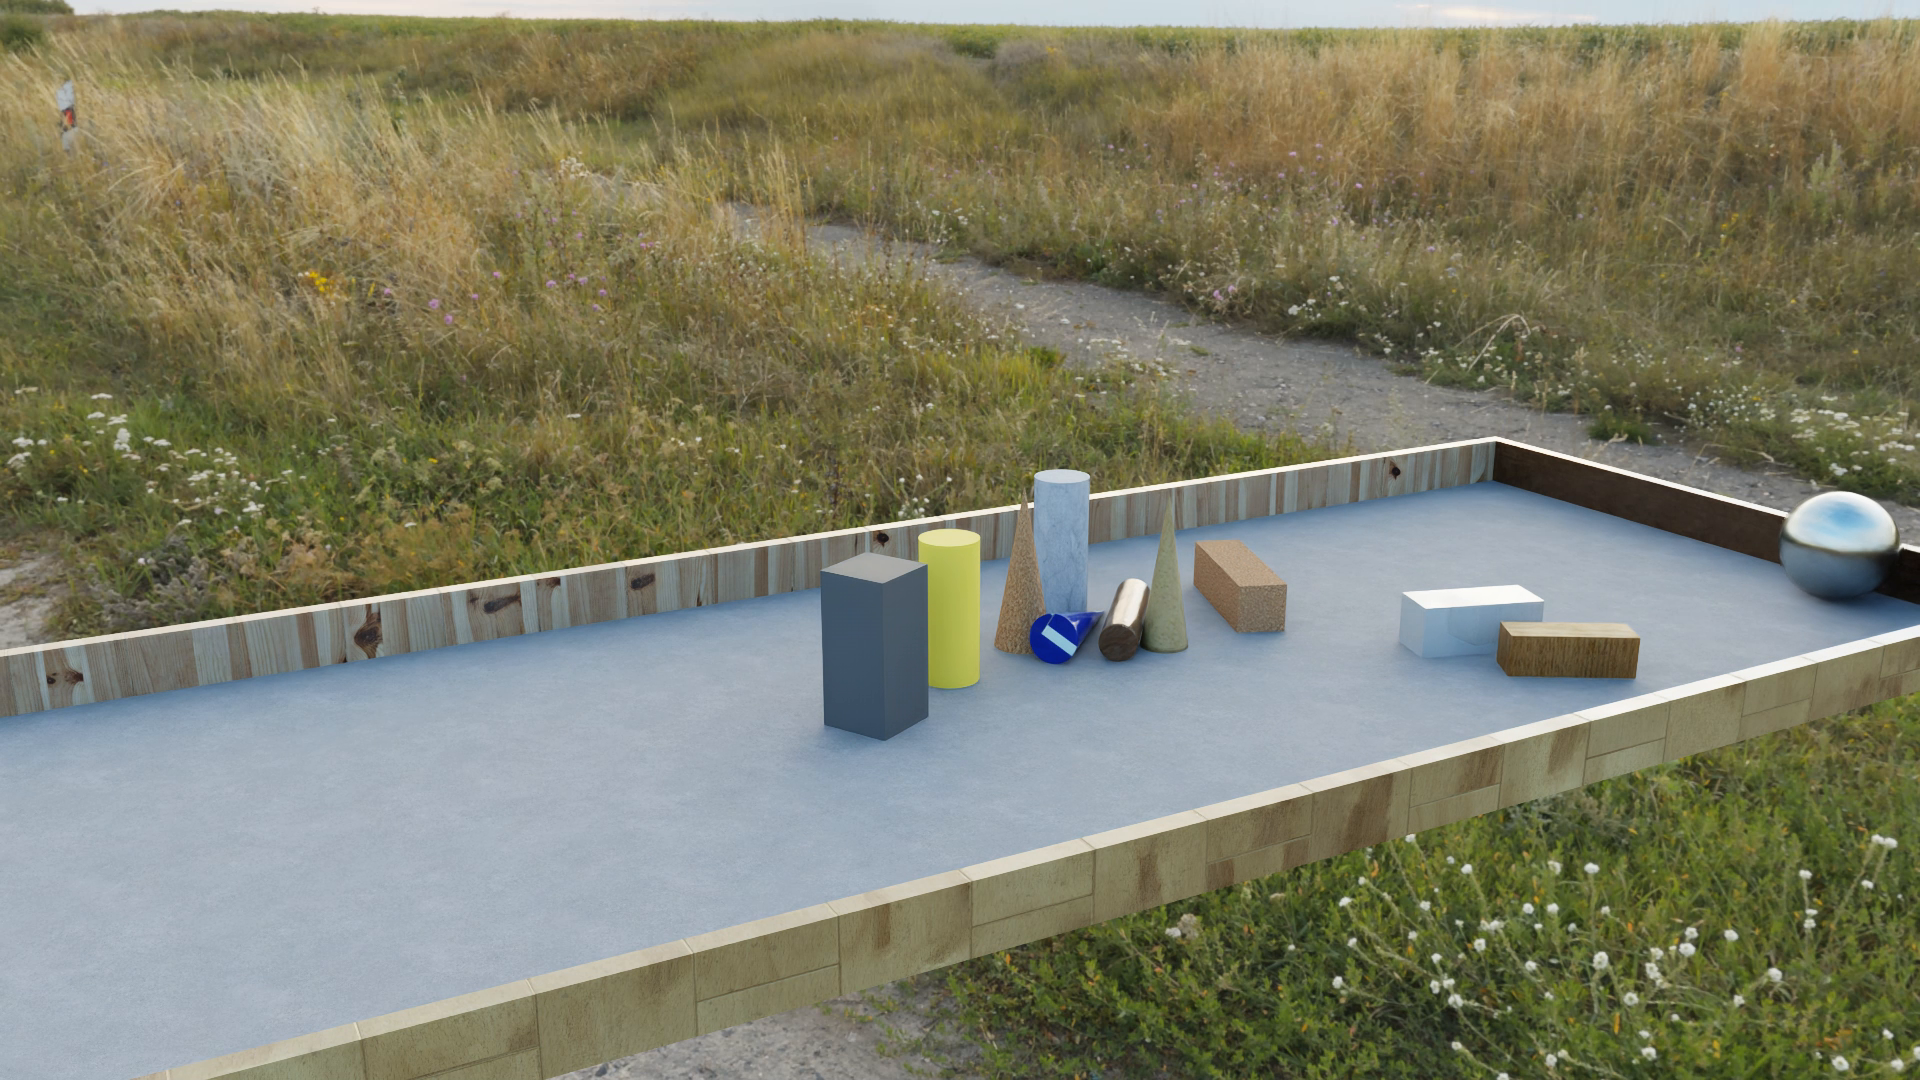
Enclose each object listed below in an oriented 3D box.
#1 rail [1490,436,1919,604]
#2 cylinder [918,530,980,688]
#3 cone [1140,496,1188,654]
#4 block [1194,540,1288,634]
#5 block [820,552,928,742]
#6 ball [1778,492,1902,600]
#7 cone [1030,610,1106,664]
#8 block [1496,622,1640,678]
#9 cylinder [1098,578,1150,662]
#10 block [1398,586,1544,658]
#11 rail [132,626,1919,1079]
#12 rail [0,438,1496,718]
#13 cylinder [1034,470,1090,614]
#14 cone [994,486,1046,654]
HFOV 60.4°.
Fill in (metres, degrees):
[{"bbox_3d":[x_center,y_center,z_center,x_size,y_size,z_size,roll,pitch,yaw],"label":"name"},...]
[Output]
[{"bbox_3d":[2.466,-0.048,5.253,0.050,0.150,2.100,-9,18,-27],"label":"rail"},{"bbox_3d":[-0.026,0.171,4.120,0.153,0.368,0.153,0,16,0],"label":"cylinder"},{"bbox_3d":[0.544,0.079,4.341,0.129,0.421,0.129,0,16,0],"label":"cone"},{"bbox_3d":[0.791,0.126,4.689,0.133,0.133,0.437,-2,17,-8],"label":"block"},{"bbox_3d":[-0.197,0.245,3.847,0.177,0.380,0.177,11,19,32],"label":"block"},{"bbox_3d":[2.531,0.016,4.749,0.312,0.312,0.312,0,16,0],"label":"ball"},{"bbox_3d":[0.326,0.228,4.463,0.132,0.132,0.455,7,9,21],"label":"cone"},{"bbox_3d":[1.550,0.280,4.209,0.318,0.109,0.109,1,16,3],"label":"block"},{"bbox_3d":[0.449,0.212,4.454,0.101,0.101,0.401,3,17,11],"label":"cylinder"},{"bbox_3d":[1.356,0.215,4.381,0.335,0.136,0.136,-3,17,-11],"label":"block"},{"bbox_3d":[-2.336,1.006,1.665,12.000,0.150,0.050,-9,18,-27],"label":"rail"},{"bbox_3d":[-3.305,0.497,3.399,12.000,0.150,0.050,-9,18,-27],"label":"rail"},{"bbox_3d":[0.282,0.012,4.614,0.154,0.394,0.154,0,16,0],"label":"cylinder"},{"bbox_3d":[0.168,0.068,4.344,0.153,0.440,0.153,0,16,0],"label":"cone"}]
